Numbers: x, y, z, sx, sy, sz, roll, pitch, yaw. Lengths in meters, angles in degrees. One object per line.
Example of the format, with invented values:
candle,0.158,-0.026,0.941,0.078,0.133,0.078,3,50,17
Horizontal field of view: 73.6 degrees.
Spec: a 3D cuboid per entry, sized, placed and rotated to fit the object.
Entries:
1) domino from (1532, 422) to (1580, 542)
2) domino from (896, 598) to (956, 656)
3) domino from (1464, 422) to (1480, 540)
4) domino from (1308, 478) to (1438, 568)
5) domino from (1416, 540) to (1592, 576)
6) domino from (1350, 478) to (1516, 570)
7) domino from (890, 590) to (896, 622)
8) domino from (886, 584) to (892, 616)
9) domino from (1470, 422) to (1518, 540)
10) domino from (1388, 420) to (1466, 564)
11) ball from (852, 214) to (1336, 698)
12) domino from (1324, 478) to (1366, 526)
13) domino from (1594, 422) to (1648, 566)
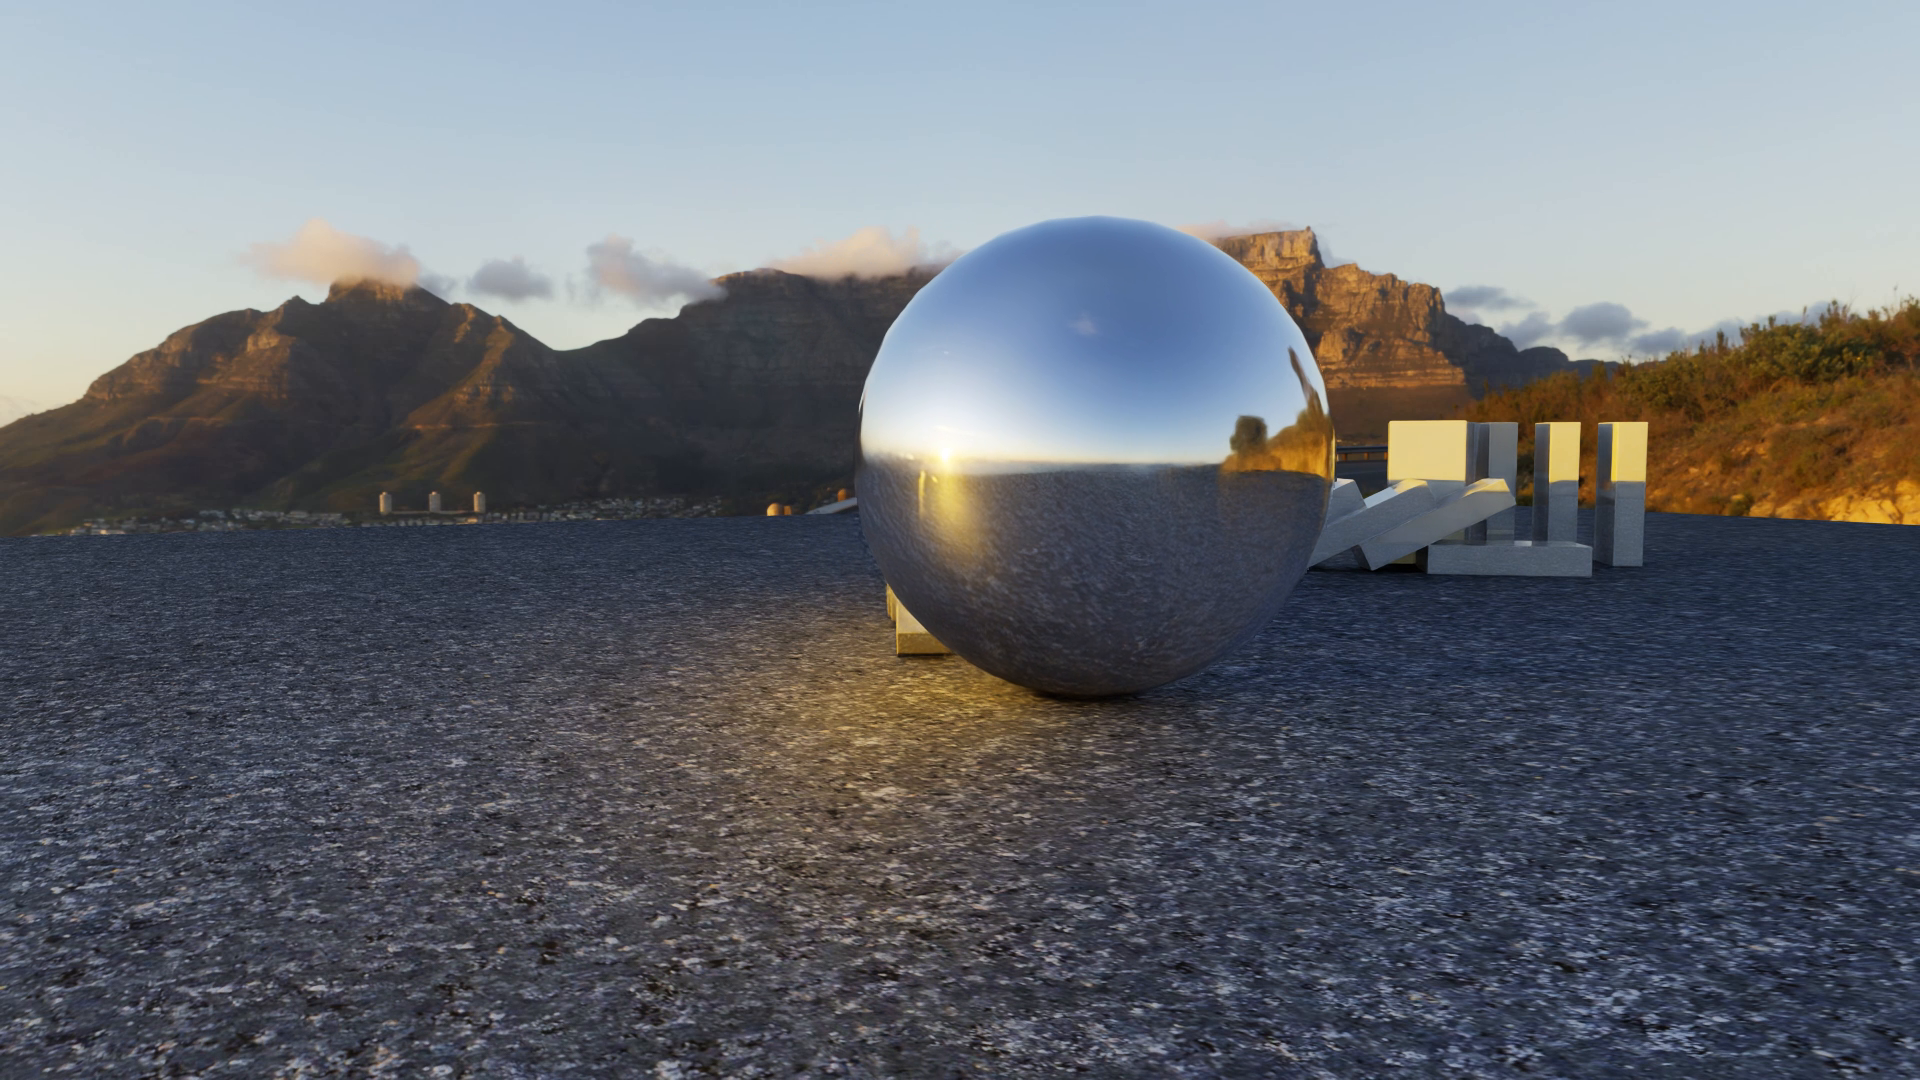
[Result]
domino,0.214,-0.017,0.461,0.009,0.050,0.025,1,4,12
domino,0.000,0.000,0.267,0.025,0.050,0.010,0,-34,-2
domino,0.174,-0.018,0.466,0.009,0.050,0.025,3,3,-22
domino,0.134,-0.005,0.436,0.050,0.009,0.025,-26,2,8
domino,0.180,0.006,0.428,0.050,0.010,0.025,1,4,11
domino,0.158,-0.005,0.431,0.050,0.010,0.025,-26,-1,8
domino,-0.004,-0.004,0.315,0.025,0.050,0.009,0,-34,-1
domino,-0.007,-0.002,0.332,0.025,0.009,0.050,-3,42,-3
domino,0.193,-0.017,0.465,0.009,0.050,0.025,1,4,8
domino,0.163,-0.016,0.450,0.025,0.050,0.010,1,1,14
ball,0.022,-0.014,0.217,0.080,0.080,0.080,0,4,0
domino,0.112,-0.006,0.444,0.050,0.009,0.025,-26,5,0
domino,0.235,-0.017,0.457,0.009,0.050,0.025,1,4,12
